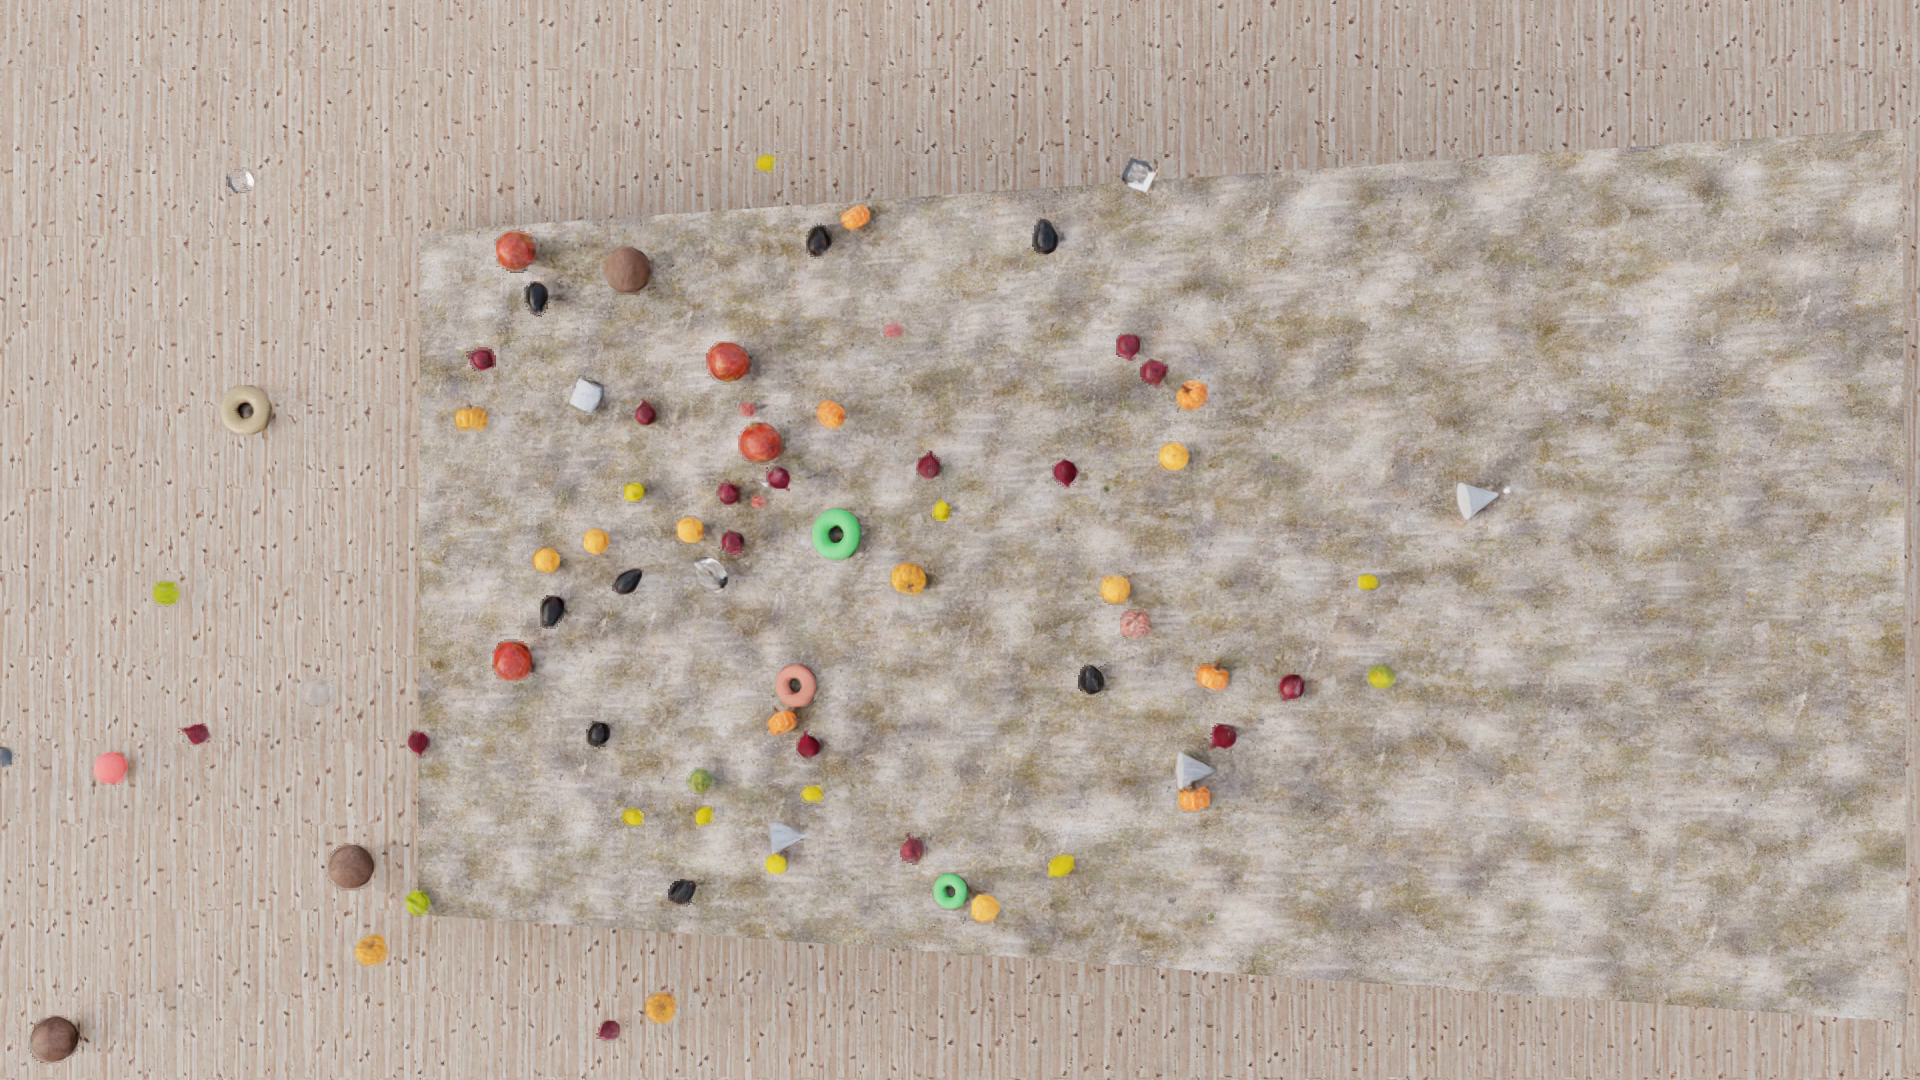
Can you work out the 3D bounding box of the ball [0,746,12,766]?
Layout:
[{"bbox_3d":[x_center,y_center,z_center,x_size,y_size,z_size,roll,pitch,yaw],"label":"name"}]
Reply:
[{"bbox_3d":[-2.831,0.640,6.499,0.058,0.058,0.058,0,89,0],"label":"ball"}]

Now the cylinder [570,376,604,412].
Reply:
[{"bbox_3d":[-1.049,-0.408,6.186,0.077,0.077,0.077,23,98,0],"label":"cylinder"}]

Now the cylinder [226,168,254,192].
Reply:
[{"bbox_3d":[-2.115,-1.057,6.463,0.055,0.055,0.055,-19,89,14],"label":"cylinder"}]

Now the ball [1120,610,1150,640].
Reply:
[{"bbox_3d":[0.445,0.215,5.564,0.075,0.075,0.075,0,89,0],"label":"ball"}]

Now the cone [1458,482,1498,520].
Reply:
[{"bbox_3d":[1.248,-0.101,5.256,0.089,0.089,0.089,-11,89,-5],"label":"cone"}]

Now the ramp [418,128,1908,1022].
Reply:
[{"bbox_3d":[0.283,0.086,5.727,4.000,0.100,2.000,0,89,22],"label":"ramp"}]

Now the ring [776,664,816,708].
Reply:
[{"bbox_3d":[-0.444,0.394,5.948,0.118,0.039,0.118,0,90,22],"label":"ring"}]

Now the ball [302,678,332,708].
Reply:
[{"bbox_3d":[-1.896,0.449,6.487,0.088,0.088,0.088,0,89,0],"label":"ball"}]

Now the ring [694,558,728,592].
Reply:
[{"bbox_3d":[-0.681,0.094,5.999,0.109,0.109,0.036,45,50,1],"label":"ring"}]

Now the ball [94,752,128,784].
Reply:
[{"bbox_3d":[-2.502,0.671,6.481,0.095,0.095,0.095,0,89,0],"label":"ball"}]

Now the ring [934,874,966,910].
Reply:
[{"bbox_3d":[-0.025,0.923,5.773,0.094,0.031,0.094,-1,88,23],"label":"ring"}]

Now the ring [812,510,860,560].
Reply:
[{"bbox_3d":[-0.331,-0.014,5.902,0.140,0.047,0.140,-1,88,23],"label":"ring"}]

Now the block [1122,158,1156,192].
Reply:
[{"bbox_3d":[0.453,-0.928,5.588,0.056,0.056,0.056,23,81,28],"label":"block"}]

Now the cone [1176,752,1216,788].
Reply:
[{"bbox_3d":[0.598,0.577,5.515,0.093,0.093,0.093,1,89,-4],"label":"cone"}]

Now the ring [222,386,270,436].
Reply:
[{"bbox_3d":[-2.117,-0.383,6.517,0.148,0.049,0.148,0,90,1],"label":"ring"}]
